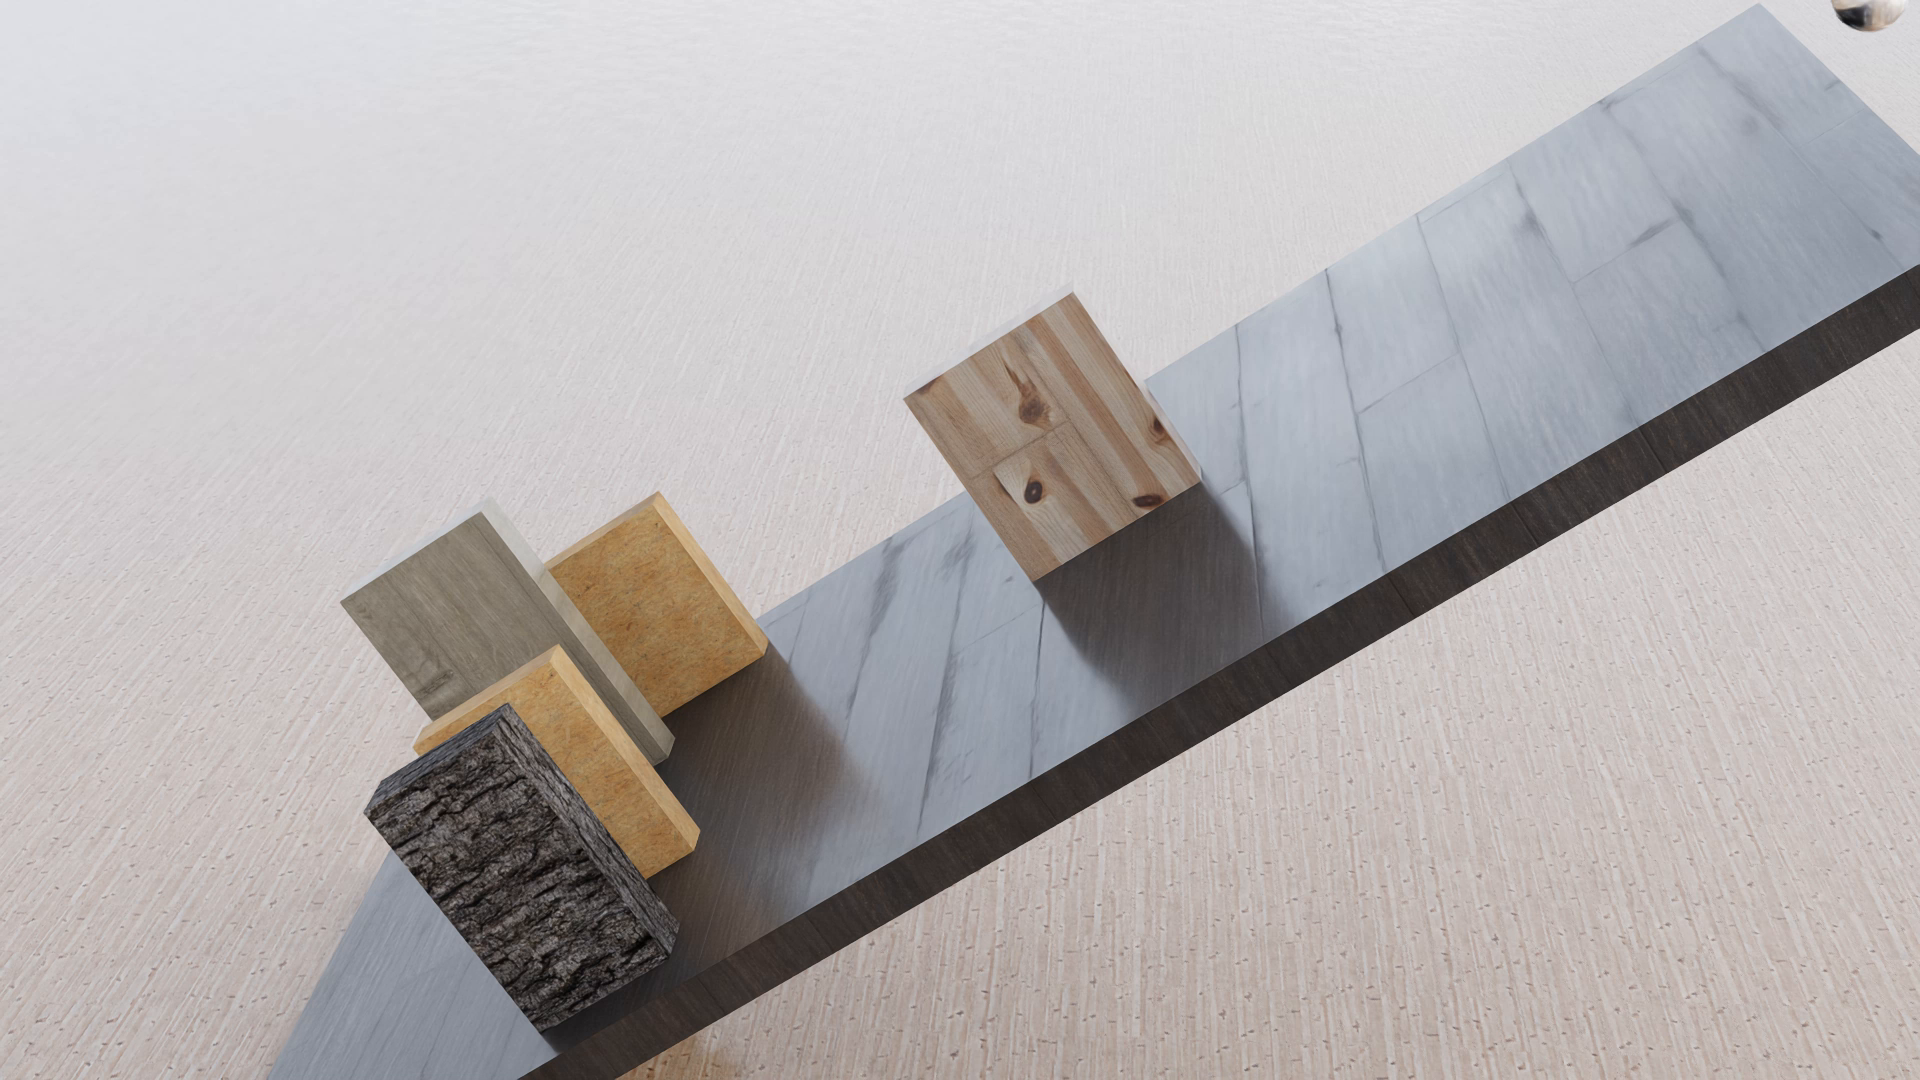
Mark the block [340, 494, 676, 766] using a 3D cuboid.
[{"bbox_3d":[-1.050,0.306,6.854,0.414,0.727,0.108,-31,16,14],"label":"block"}]

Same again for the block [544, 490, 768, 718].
[{"bbox_3d":[-0.747,0.170,7.125,0.360,0.461,0.098,-31,16,14],"label":"block"}]

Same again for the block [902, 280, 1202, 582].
[{"bbox_3d":[0.197,-0.228,6.241,0.430,0.493,0.095,-31,16,14],"label":"block"}]

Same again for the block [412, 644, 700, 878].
[{"bbox_3d":[-0.844,0.523,6.173,0.359,0.508,0.097,-31,16,14],"label":"block"}]

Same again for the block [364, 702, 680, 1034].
[{"bbox_3d":[-0.846,0.640,5.709,0.314,0.568,0.142,-31,16,14],"label":"block"}]

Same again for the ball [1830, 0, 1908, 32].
[{"bbox_3d":[1.787,-1.073,5.776,0.150,0.150,0.150,0,21,0],"label":"ball"}]

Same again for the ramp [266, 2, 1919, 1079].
[{"bbox_3d":[0.138,0.172,6.299,4.000,0.100,2.000,-31,16,14],"label":"ramp"}]
